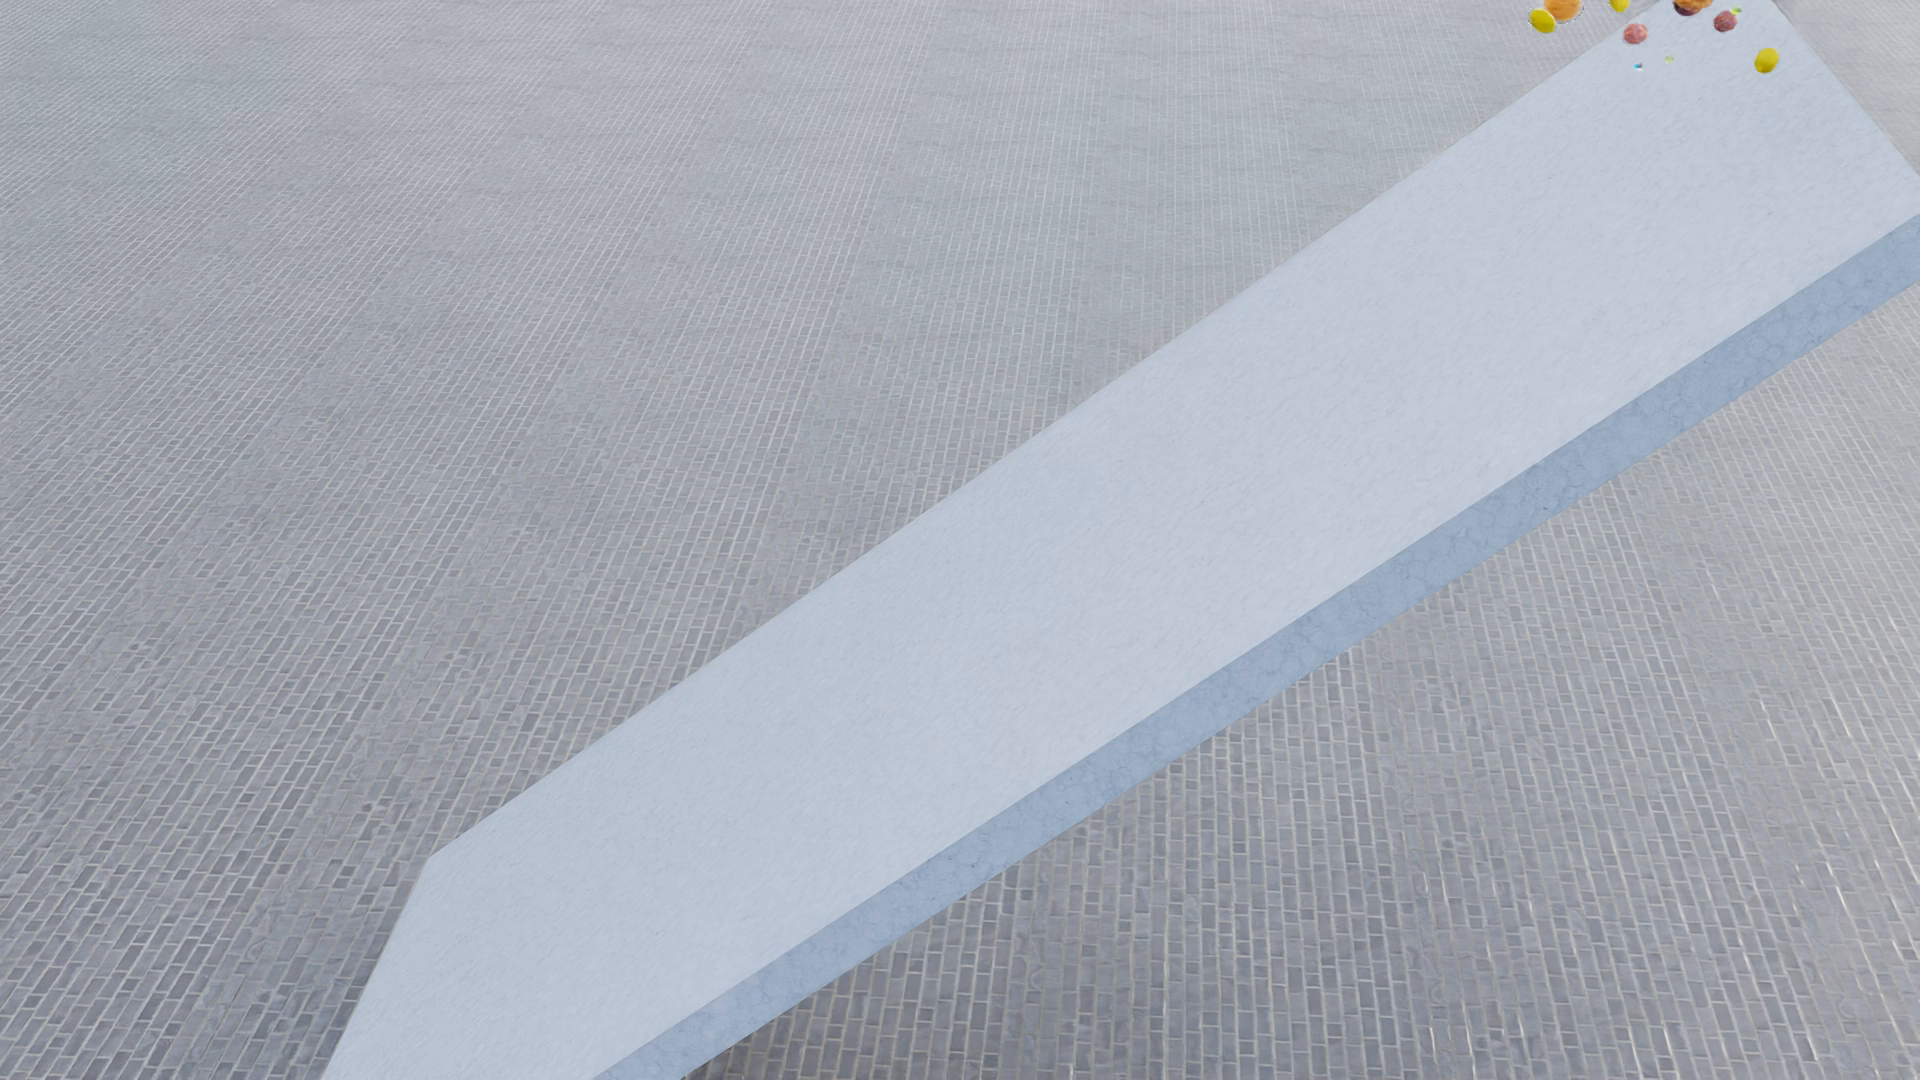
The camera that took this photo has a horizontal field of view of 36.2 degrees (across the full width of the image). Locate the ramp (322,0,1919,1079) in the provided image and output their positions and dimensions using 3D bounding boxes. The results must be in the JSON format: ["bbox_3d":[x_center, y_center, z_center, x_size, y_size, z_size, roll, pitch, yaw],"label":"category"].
[{"bbox_3d":[0.127,0.180,6.326,4.000,0.100,2.000,-35,16,17],"label":"ramp"}]
